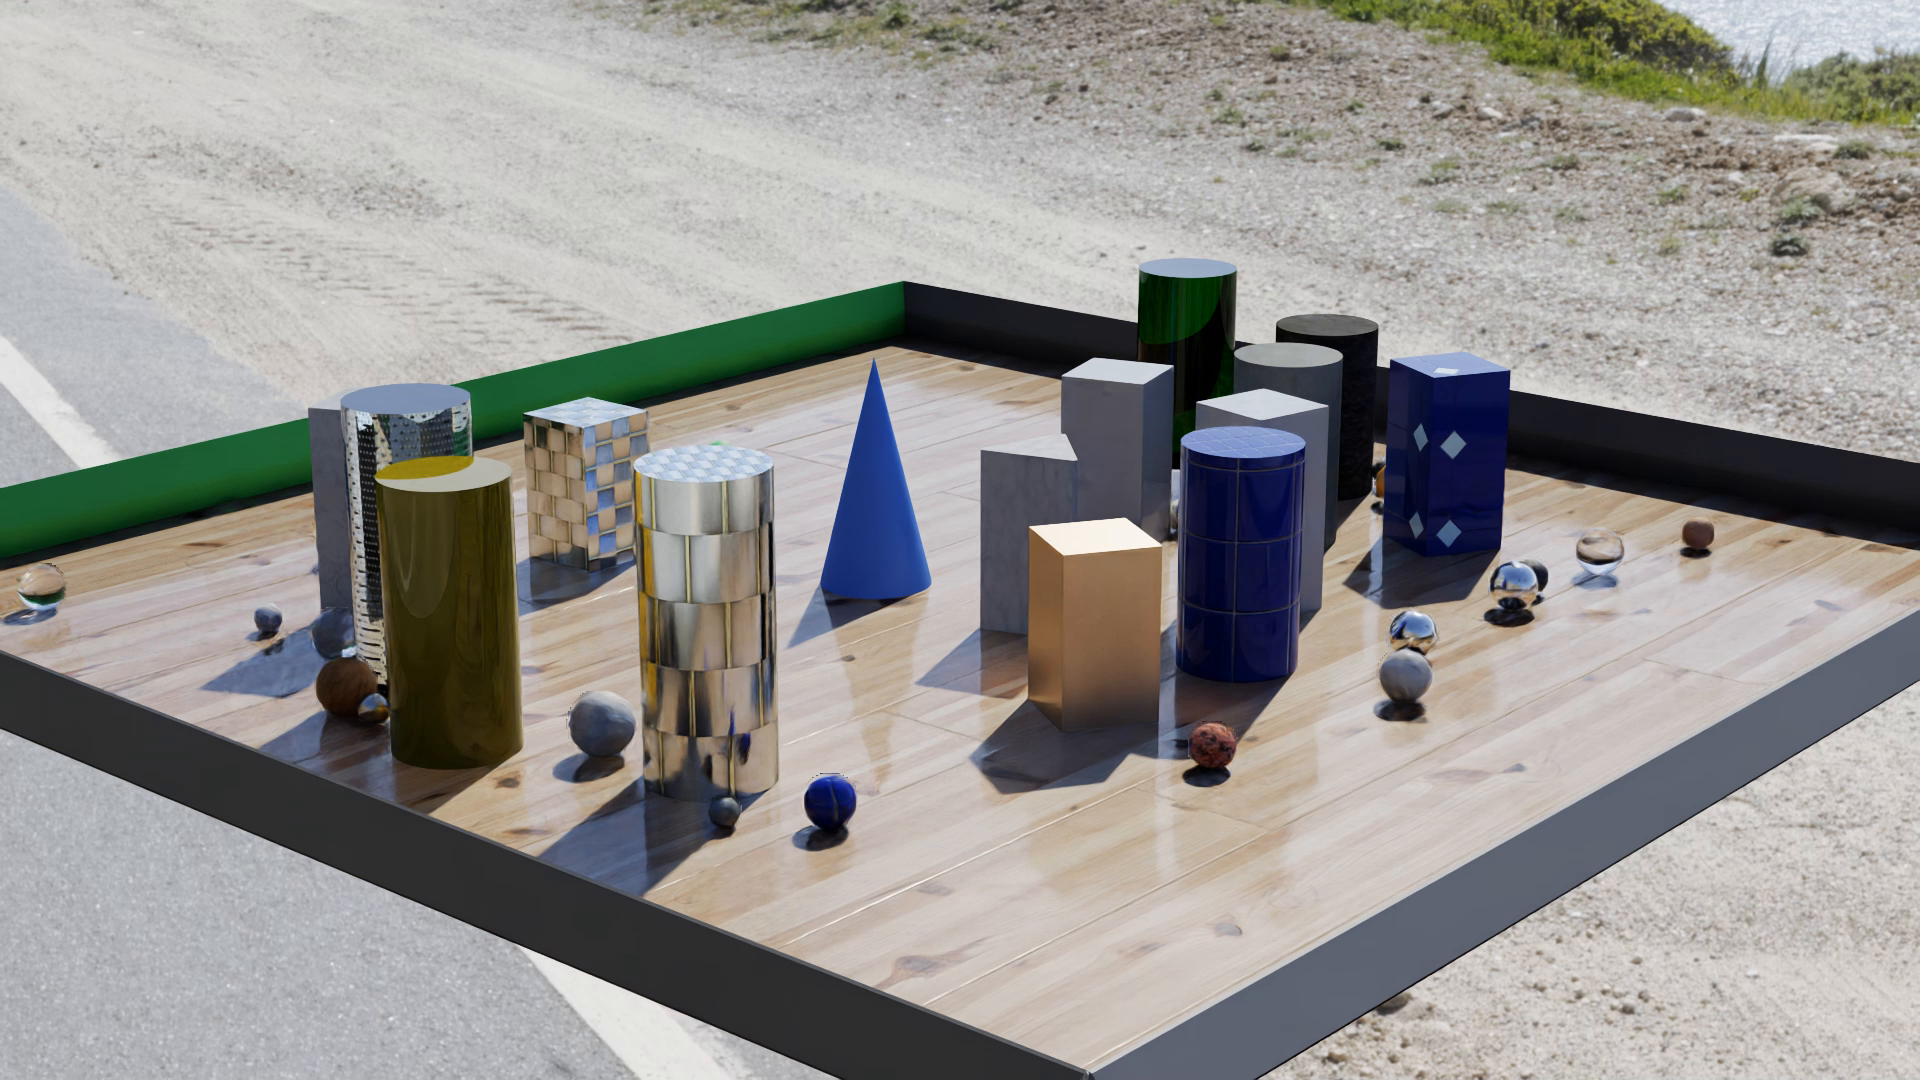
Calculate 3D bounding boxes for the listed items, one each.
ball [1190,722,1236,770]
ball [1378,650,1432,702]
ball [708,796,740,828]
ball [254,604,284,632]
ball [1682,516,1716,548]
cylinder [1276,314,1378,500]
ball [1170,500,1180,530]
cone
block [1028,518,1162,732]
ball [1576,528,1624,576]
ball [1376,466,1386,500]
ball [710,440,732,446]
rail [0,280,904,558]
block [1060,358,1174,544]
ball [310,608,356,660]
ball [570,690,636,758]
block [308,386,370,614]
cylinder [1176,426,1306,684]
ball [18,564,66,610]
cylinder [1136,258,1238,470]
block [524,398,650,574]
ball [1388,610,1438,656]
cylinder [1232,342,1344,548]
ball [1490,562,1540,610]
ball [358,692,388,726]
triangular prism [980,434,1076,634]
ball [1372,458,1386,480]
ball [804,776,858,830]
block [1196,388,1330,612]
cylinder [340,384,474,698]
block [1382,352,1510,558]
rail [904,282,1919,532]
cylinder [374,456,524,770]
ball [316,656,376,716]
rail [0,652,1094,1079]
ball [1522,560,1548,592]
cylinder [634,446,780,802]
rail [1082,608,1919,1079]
[{"bbox_3d":[0.373,0.304,4.325,0.069,0.069,0.069,0,17,0],"label":"ball"},{"bbox_3d":[0.699,0.214,4.601,0.083,0.083,0.083,0,17,0],"label":"ball"},{"bbox_3d":[-0.330,0.382,4.111,0.044,0.044,0.044,0,17,0],"label":"ball"},{"bbox_3d":[-1.165,0.131,4.938,0.047,0.047,0.047,0,17,0],"label":"ball"},{"bbox_3d":[1.359,-0.013,5.396,0.060,0.060,0.060,0,17,0],"label":"ball"},{"bbox_3d":[0.715,-0.262,5.753,0.199,0.329,0.199,0,17,0],"label":"cylinder"},{"bbox_3d":[0.412,-0.047,5.501,0.060,0.060,0.060,0,17,0],"label":"ball"},{"bbox_3d":[-0.149,-0.122,5.149,0.199,0.411,0.199,0,17,0],"label":"cone"},{"bbox_3d":[0.207,0.130,4.534,0.159,0.283,0.159,-5,18,-17],"label":"block"},{"bbox_3d":[1.143,0.020,5.239,0.085,0.085,0.085,0,17,0],"label":"ball"},{"bbox_3d":[0.845,-0.111,5.684,0.080,0.080,0.080,0,17,0],"label":"ball"},{"bbox_3d":[-0.483,-0.171,5.916,0.060,0.060,0.060,0,17,0],"label":"ball"},{"bbox_3d":[-1.084,-0.239,6.021,0.045,0.129,2.946,14,22,39],"label":"rail"},{"bbox_3d":[0.289,-0.154,5.403,0.159,0.325,0.159,7,18,23],"label":"block"},{"bbox_3d":[-1.017,0.155,4.789,0.087,0.087,0.087,0,17,0],"label":"ball"},{"bbox_3d":[-0.533,0.275,4.371,0.099,0.099,0.099,0,17,0],"label":"ball"},{"bbox_3d":[-0.988,-0.057,4.992,0.159,0.375,0.159,5,17,16],"label":"block"},{"bbox_3d":[0.452,0.022,4.734,0.199,0.374,0.199,0,17,0],"label":"cylinder"},{"bbox_3d":[-1.579,0.082,5.044,0.079,0.079,0.079,0,17,0],"label":"ball"},{"bbox_3d":[0.459,-0.359,5.962,0.199,0.395,0.199,0,17,0],"label":"cylinder"},{"bbox_3d":[-0.674,-0.101,5.322,0.159,0.270,0.159,14,21,38],"label":"block"},{"bbox_3d":[0.742,0.155,4.800,0.080,0.080,0.080,0,17,0],"label":"ball"},{"bbox_3d":[0.601,-0.172,5.418,0.199,0.350,0.199,0,17,0],"label":"cylinder"},{"bbox_3d":[0.954,0.079,5.044,0.085,0.085,0.085,0,17,0],"label":"ball"},{"bbox_3d":[-0.900,0.260,4.503,0.051,0.051,0.051,0,17,0],"label":"ball"},{"bbox_3d":[0.143,-0.011,4.950,0.172,0.312,0.149,8,18,24],"label":"triangular prism"},{"bbox_3d":[0.841,-0.136,5.789,0.055,0.055,0.055,0,17,0],"label":"ball"},{"bbox_3d":[-0.181,0.367,4.104,0.076,0.076,0.076,0,17,0],"label":"ball"},{"bbox_3d":[0.513,-0.059,5.029,0.159,0.359,0.159,-13,21,-36],"label":"block"},{"bbox_3d":[-0.855,0.010,4.593,0.199,0.478,0.199,0,17,0],"label":"cylinder"},{"bbox_3d":[0.894,-0.159,5.398,0.159,0.337,0.159,-6,18,-20],"label":"block"},{"bbox_3d":[0.950,-0.283,6.167,2.920,0.129,0.045,14,22,39],"label":"rail"},{"bbox_3d":[-0.757,0.107,4.361,0.199,0.426,0.199,0,17,0],"label":"cylinder"},{"bbox_3d":[-0.951,0.227,4.541,0.093,0.093,0.093,0,17,0],"label":"ball"},{"bbox_3d":[-0.950,0.348,4.072,2.920,0.129,0.045,14,22,39],"label":"rail"},{"bbox_3d":[1.000,0.064,5.135,0.061,0.061,0.061,0,17,0],"label":"ball"},{"bbox_3d":[-0.364,0.119,4.232,0.199,0.477,0.199,0,17,0],"label":"cylinder"},{"bbox_3d":[1.084,0.304,4.218,0.045,0.129,2.946,14,22,39],"label":"rail"}]
